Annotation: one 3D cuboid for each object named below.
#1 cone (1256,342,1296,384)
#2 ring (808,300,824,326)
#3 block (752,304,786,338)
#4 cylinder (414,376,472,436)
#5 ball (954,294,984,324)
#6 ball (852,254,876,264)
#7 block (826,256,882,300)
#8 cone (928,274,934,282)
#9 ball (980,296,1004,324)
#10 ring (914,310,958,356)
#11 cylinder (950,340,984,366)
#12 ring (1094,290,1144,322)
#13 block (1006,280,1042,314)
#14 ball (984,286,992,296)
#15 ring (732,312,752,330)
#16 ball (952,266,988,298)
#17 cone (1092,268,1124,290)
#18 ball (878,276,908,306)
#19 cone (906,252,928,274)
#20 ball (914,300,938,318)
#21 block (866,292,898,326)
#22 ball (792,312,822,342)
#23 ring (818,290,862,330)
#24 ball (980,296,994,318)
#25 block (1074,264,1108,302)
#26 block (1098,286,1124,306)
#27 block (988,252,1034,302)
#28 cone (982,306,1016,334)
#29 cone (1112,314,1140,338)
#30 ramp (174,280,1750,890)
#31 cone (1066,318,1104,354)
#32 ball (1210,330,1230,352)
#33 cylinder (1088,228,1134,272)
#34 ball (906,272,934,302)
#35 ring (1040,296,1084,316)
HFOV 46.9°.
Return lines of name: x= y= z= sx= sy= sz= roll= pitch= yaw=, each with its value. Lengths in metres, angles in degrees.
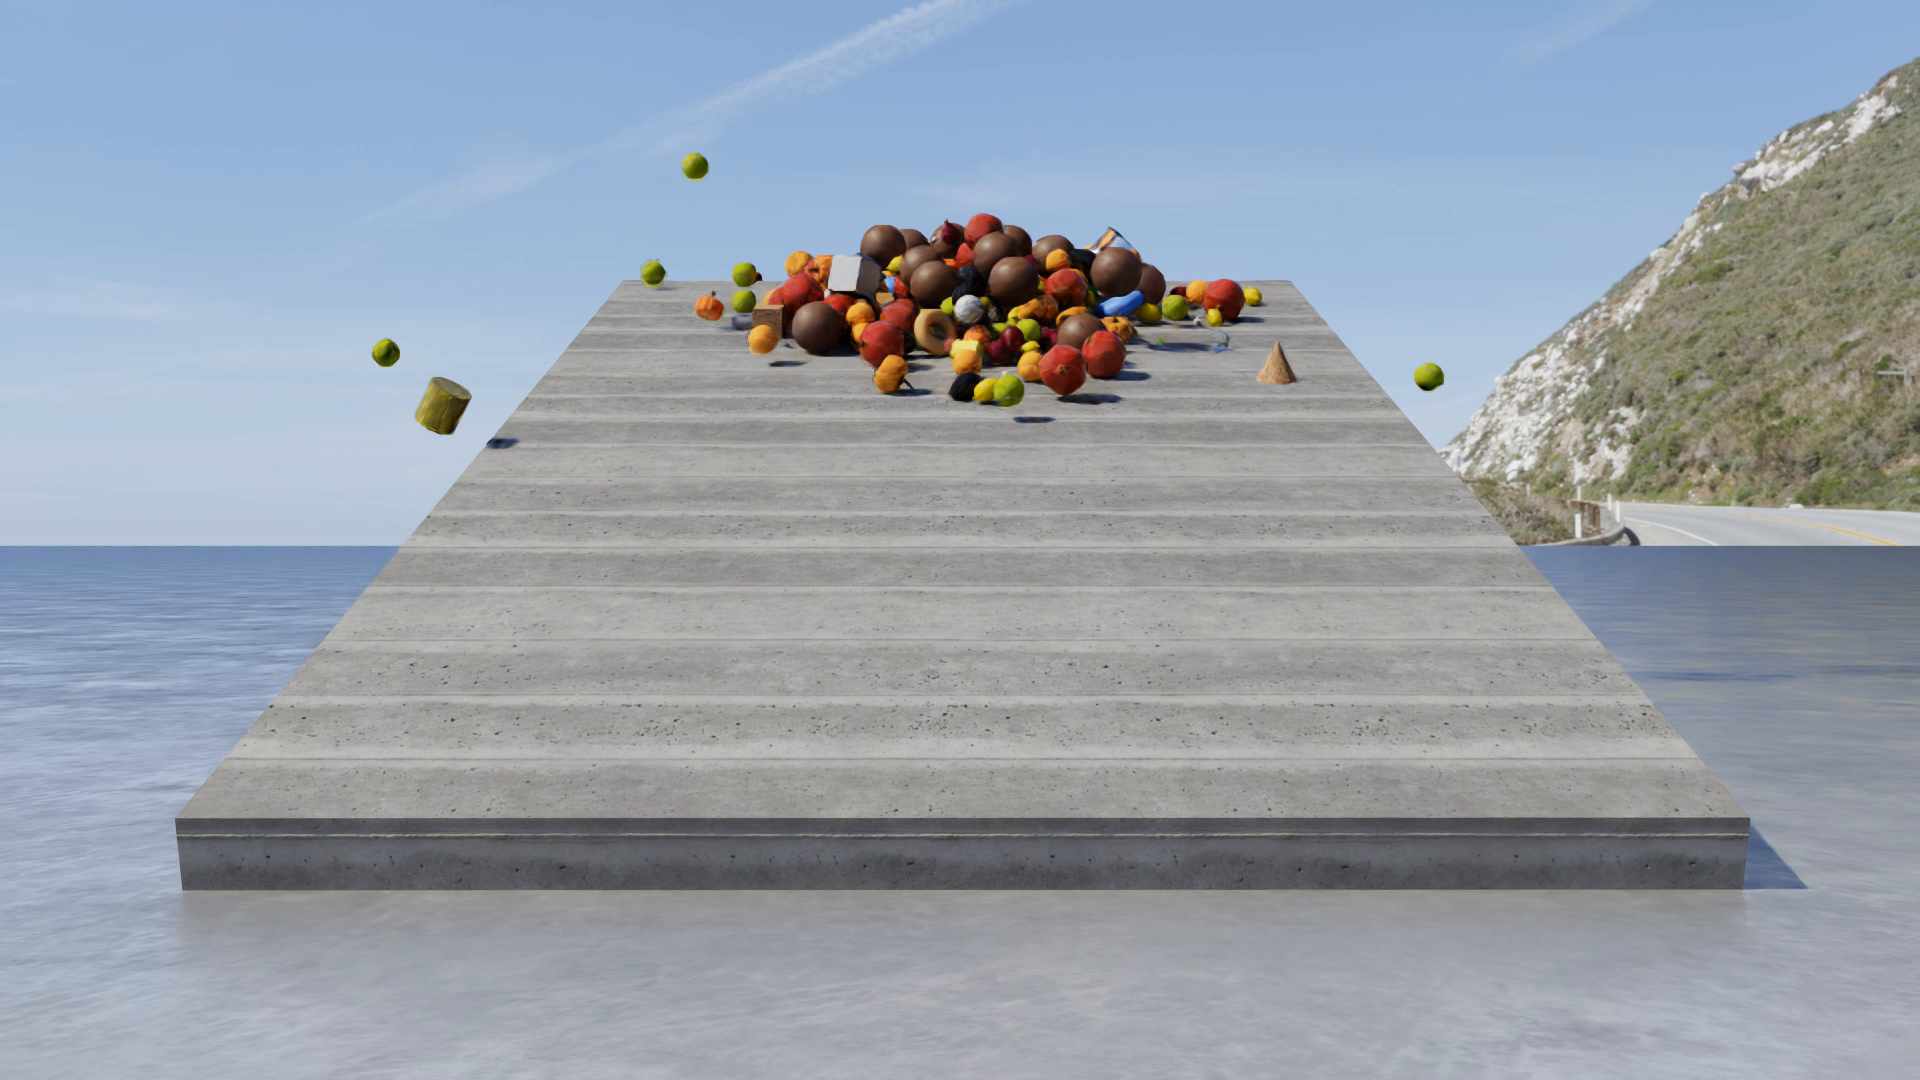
cone: x=0.757 y=-0.430 z=5.289 sx=0.097 sy=0.097 sz=0.097 roll=0 pitch=16 yaw=0
ring: x=-0.385 y=-0.598 z=5.883 sx=0.028 sy=0.084 sz=0.084 roll=-17 pitch=1 yaw=-3
block: x=-0.500 y=-0.576 z=5.817 sx=0.076 sy=0.076 sz=0.076 roll=2 pitch=17 yaw=5
cylinder: x=-1.090 y=-0.282 z=4.663 sx=0.091 sy=0.091 sz=0.091 roll=28 pitch=15 yaw=-8
ball: x=0.022 y=-0.572 z=5.490 sx=0.072 sy=0.072 sz=0.072 roll=0 pitch=0 yaw=0
ball: x=-0.271 y=-0.735 z=6.047 sx=0.097 sy=0.097 sz=0.097 roll=0 pitch=0 yaw=0
block: x=-0.276 y=-0.683 z=5.771 sx=0.092 sy=0.092 sz=0.092 roll=7 pitch=-6 yaw=34
cone: x=-0.101 y=-0.732 z=6.431 sx=0.065 sy=0.065 sz=0.065 roll=0 pitch=-18 yaw=6
ball: x=0.080 y=-0.619 z=5.960 sx=0.079 sy=0.079 sz=0.079 roll=0 pitch=0 yaw=0
ring: x=-0.062 y=-0.523 z=5.577 sx=0.124 sy=0.124 sz=0.041 roll=0 pitch=-15 yaw=-36
cylinder: x=0.018 y=-0.460 z=5.451 sx=0.062 sy=0.062 sz=0.062 roll=3 pitch=1 yaw=21
ring: x=0.429 y=-0.631 z=5.985 sx=0.145 sy=0.048 sz=0.145 roll=-24 pitch=9 yaw=4
block: x=0.176 y=-0.672 z=6.119 sx=0.069 sy=0.069 sz=0.069 roll=-6 pitch=39 yaw=-23
ball: x=0.060 y=-0.694 z=6.121 sx=0.060 sy=0.060 sz=0.060 roll=0 pitch=0 yaw=0
ring: x=-0.561 y=-0.588 z=5.933 sx=0.103 sy=0.034 sz=0.103 roll=0 pitch=15 yaw=0
ball: x=0.026 y=-0.685 z=5.907 sx=0.096 sy=0.096 sz=0.096 roll=0 pitch=0 yaw=0
cone: x=0.428 y=-0.689 z=6.135 sx=0.097 sy=0.097 sz=0.097 roll=-24 pitch=-5 yaw=-2
ball: x=-0.188 y=-0.697 z=6.213 sx=0.085 sy=0.085 sz=0.085 roll=0 pitch=0 yaw=0
cone: x=-0.137 y=-0.799 z=6.260 sx=0.067 sy=0.067 sz=0.067 roll=0 pitch=-21 yaw=29
ball: x=-0.091 y=-0.609 z=5.919 sx=0.066 sy=0.066 sz=0.066 roll=0 pitch=0 yaw=0
block: x=-0.211 y=-0.621 z=5.950 sx=0.062 sy=0.062 sz=0.062 roll=-5 pitch=-38 yaw=-22
ball: x=-0.395 y=-0.553 z=5.737 sx=0.077 sy=0.077 sz=0.077 roll=0 pitch=0 yaw=0
ring: x=-0.318 y=-0.615 z=5.885 sx=0.128 sy=0.128 sz=0.043 roll=0 pitch=-20 yaw=-35
ball: x=0.063 y=-0.618 z=5.886 sx=0.059 sy=0.059 sz=0.059 roll=0 pitch=0 yaw=0
block: x=0.379 y=-0.732 z=6.306 sx=0.087 sy=0.087 sz=0.087 roll=9 pitch=16 yaw=-2
block: x=0.417 y=-0.658 z=6.091 sx=0.064 sy=0.064 sz=0.064 roll=1 pitch=29 yaw=9
block: x=0.132 y=-0.703 z=5.934 sx=0.082 sy=0.082 sz=0.082 roll=-42 pitch=1 yaw=-25
cone: x=0.112 y=-0.562 z=5.841 sx=0.083 sy=0.083 sz=0.083 roll=24 pitch=-7 yaw=-17
cone: x=0.444 y=-0.549 z=5.810 sx=0.070 sy=0.070 sz=0.070 roll=29 pitch=2 yaw=4
ramp: x=-0.002 y=-0.166 z=4.742 sx=2.000 sy=0.100 sz=4.000 roll=0 pitch=16 yaw=0
cone: x=0.322 y=-0.521 z=5.574 sx=0.090 sy=0.090 sz=0.090 roll=-8 pitch=-3 yaw=20
ball: x=0.659 y=-0.504 z=5.618 sx=0.053 sy=0.053 sz=0.053 roll=0 pitch=0 yaw=0
cylinder: x=0.418 y=-0.804 z=6.143 sx=0.092 sy=0.092 sz=0.092 roll=43 pitch=3 yaw=-3
ball: x=-0.114 y=-0.717 z=6.287 sx=0.082 sy=0.082 sz=0.082 roll=0 pitch=0 yaw=0
ring: x=0.281 y=-0.650 z=6.130 sx=0.128 sy=0.043 sz=0.128 roll=1 pitch=16 yaw=0
